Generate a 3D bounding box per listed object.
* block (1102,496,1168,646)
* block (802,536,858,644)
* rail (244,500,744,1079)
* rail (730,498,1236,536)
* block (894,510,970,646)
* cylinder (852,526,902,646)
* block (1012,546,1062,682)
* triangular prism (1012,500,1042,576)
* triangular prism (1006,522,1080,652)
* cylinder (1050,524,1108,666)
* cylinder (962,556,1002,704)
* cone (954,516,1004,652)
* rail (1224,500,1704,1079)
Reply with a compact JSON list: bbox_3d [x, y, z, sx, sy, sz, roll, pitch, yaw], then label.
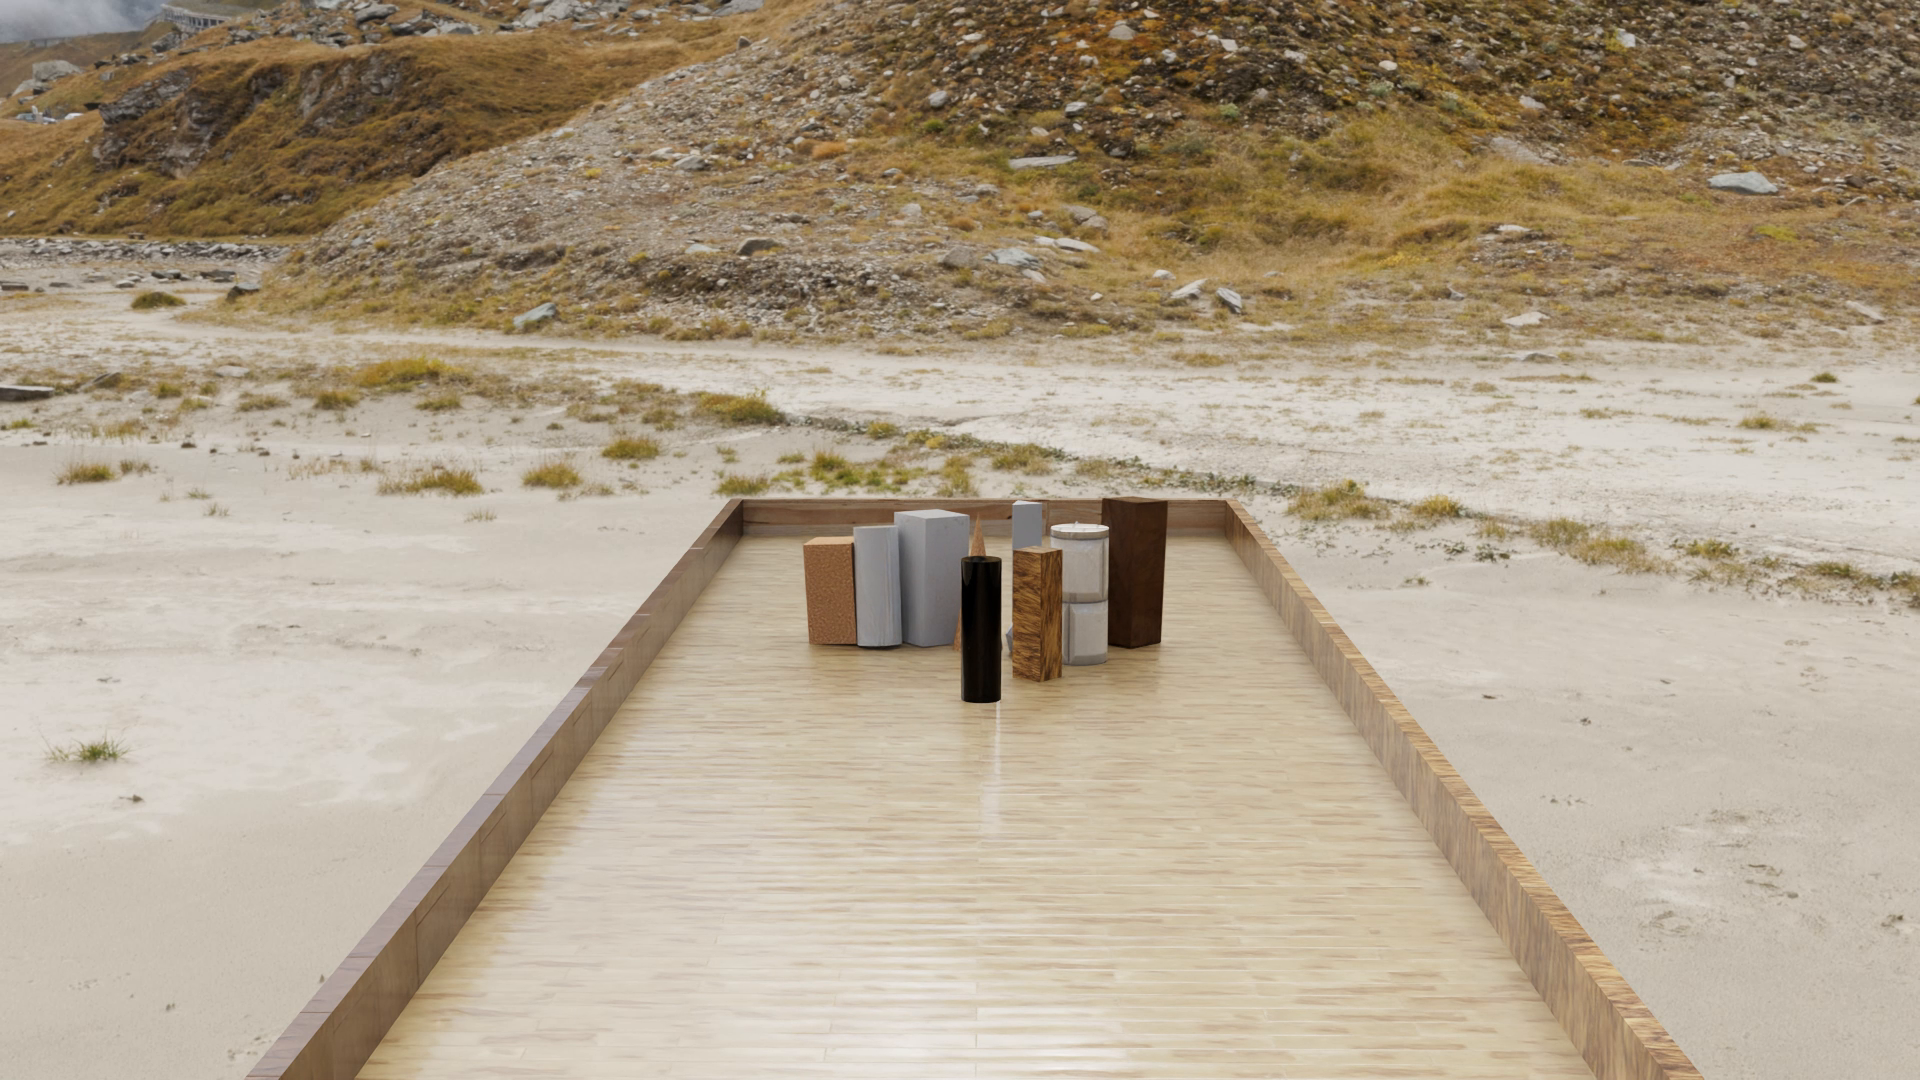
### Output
[{"bbox_3d":[0.541,0.097,6.931,0.146,0.452,0.146,-5,10,-45],"label":"block"},{"bbox_3d":[-0.393,0.158,6.972,0.155,0.317,0.155,-1,9,12],"label":"block"},{"bbox_3d":[-1.004,0.839,3.234,0.050,0.150,12.000,0,9,1],"label":"rail"},{"bbox_3d":[0.099,-0.098,9.147,2.100,0.150,0.050,0,9,1],"label":"rail"},{"bbox_3d":[-0.093,0.118,6.958,0.170,0.405,0.170,-5,10,-37],"label":"block"},{"bbox_3d":[-0.258,0.142,6.893,0.141,0.368,0.141,-2,3,0],"label":"cylinder"},{"bbox_3d":[0.227,0.215,6.437,0.103,0.380,0.103,8,12,40],"label":"block"},{"bbox_3d":[0.198,0.101,6.953,0.097,0.445,0.084,-3,10,-19],"label":"triangular prism"},{"bbox_3d":[0.285,0.161,6.857,0.121,0.441,0.105,36,-21,-8],"label":"triangular prism"},{"bbox_3d":[0.362,0.164,6.674,0.176,0.407,0.176,0,9,0],"label":"cylinder"},{"bbox_3d":[0.059,0.250,6.159,0.114,0.399,0.114,0,9,0],"label":"cylinder"},{"bbox_3d":[0.057,0.125,6.841,0.157,0.431,0.157,0,9,0],"label":"cone"},{"bbox_3d":[1.046,0.843,3.208,0.050,0.150,12.000,0,9,1],"label":"rail"}]
